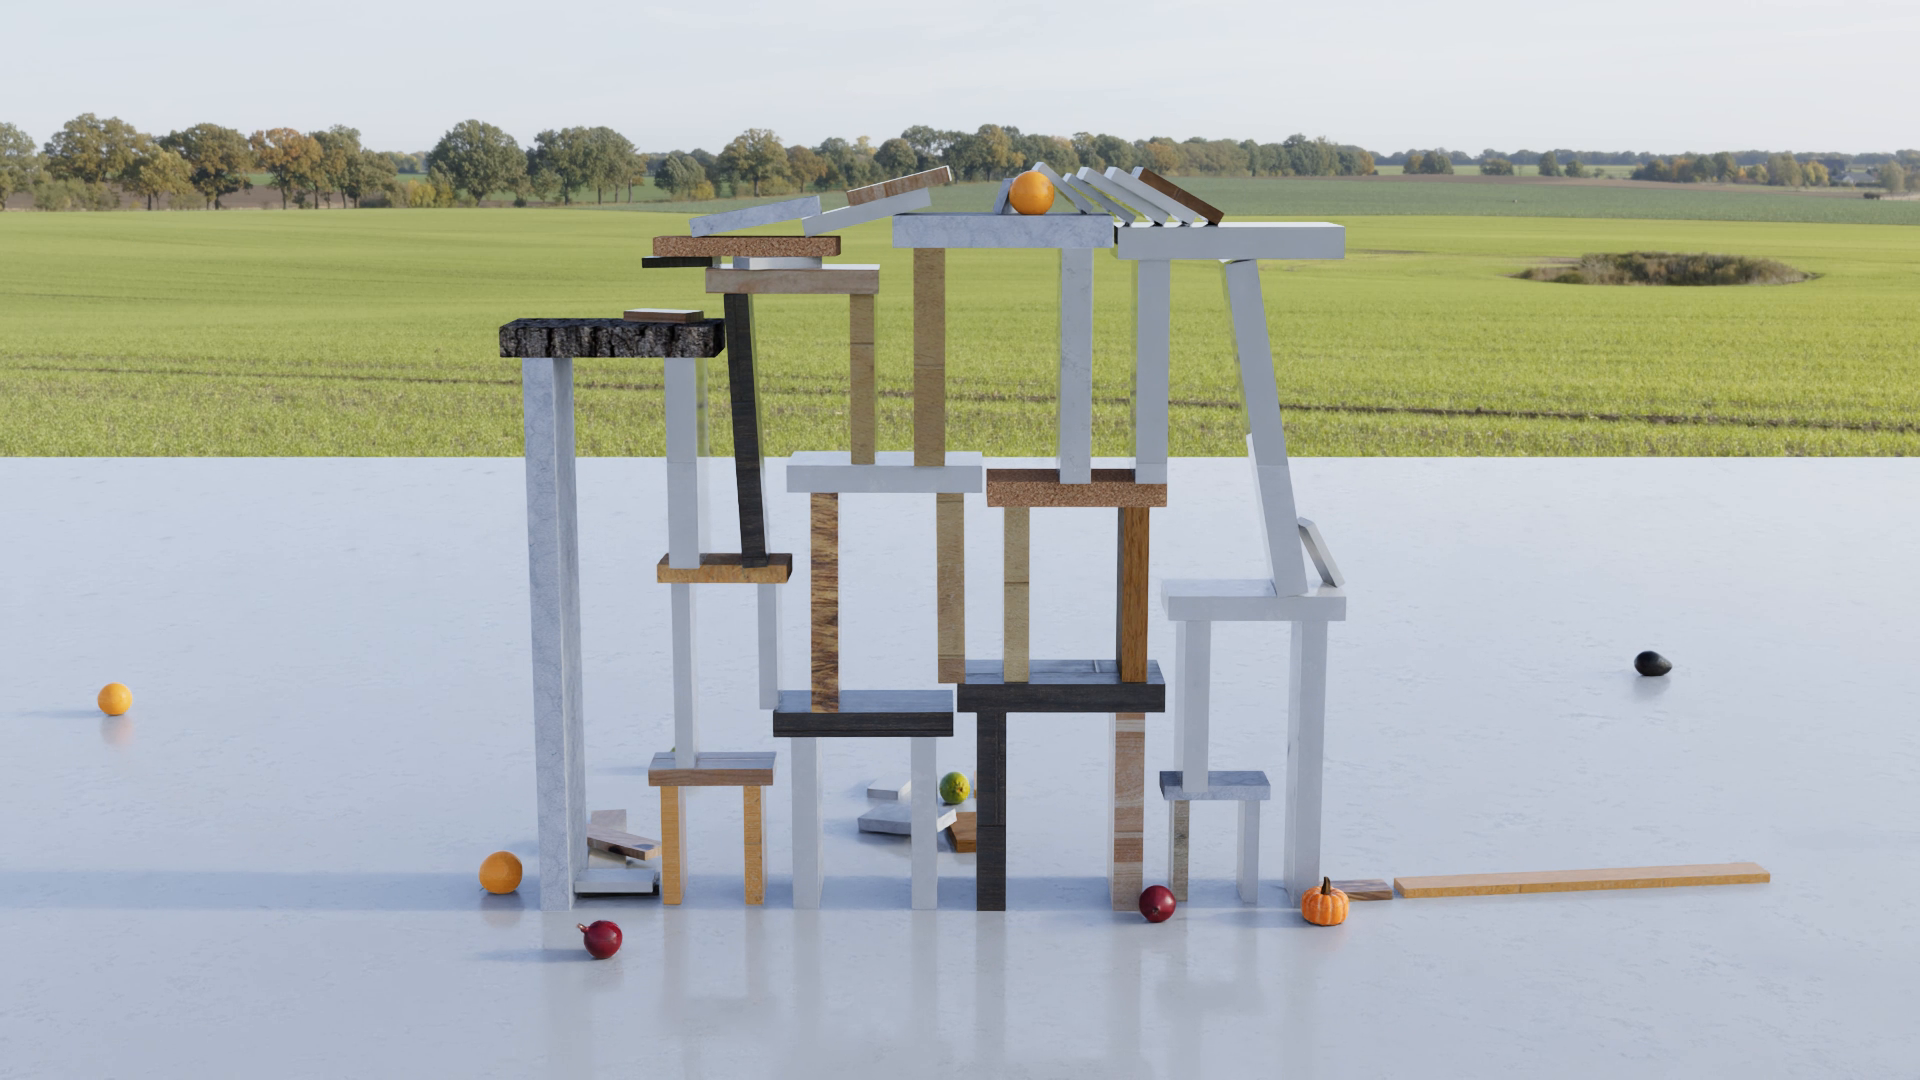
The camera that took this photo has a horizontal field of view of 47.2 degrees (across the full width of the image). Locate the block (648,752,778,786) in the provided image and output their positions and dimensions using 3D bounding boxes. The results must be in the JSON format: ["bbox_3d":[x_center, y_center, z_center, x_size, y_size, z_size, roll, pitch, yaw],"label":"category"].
[{"bbox_3d":[-0.407,0.377,3.627,0.203,0.029,0.101,0,11,-1],"label":"block"}]

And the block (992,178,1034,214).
[{"bbox_3d":[0.085,-0.548,3.502,0.015,0.054,0.107,25,18,15],"label":"block"}]

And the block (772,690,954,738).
[{"bbox_3d":[-0.156,0.284,3.610,0.291,0.041,0.145,0,11,-1],"label":"block"}]

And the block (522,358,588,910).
[{"bbox_3d":[-0.658,0.145,3.587,0.047,0.904,0.167,0,11,1],"label":"block"}]

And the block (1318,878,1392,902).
[{"bbox_3d":[0.654,0.583,3.659,0.117,0.017,0.058,-1,11,-7],"label":"block"}]

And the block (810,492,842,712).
[{"bbox_3d":[-0.217,0.087,3.576,0.044,0.358,0.154,0,11,-1],"label":"block"}]

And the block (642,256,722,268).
[{"bbox_3d":[-0.441,-0.442,3.483,0.114,0.016,0.057,0,11,8],"label":"block"}]

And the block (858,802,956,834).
[{"bbox_3d":[-0.096,0.507,3.987,0.162,0.023,0.081,0,14,35],"label":"block"}]

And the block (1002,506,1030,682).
[{"bbox_3d":[0.090,0.075,3.575,0.040,0.284,0.142,0,10,0],"label":"block"}]

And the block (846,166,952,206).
[{"bbox_3d":[-0.095,-0.557,3.462,0.162,0.023,0.081,-14,10,4],"label":"block"}]

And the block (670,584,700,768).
[{"bbox_3d":[-0.449,0.211,3.600,0.029,0.309,0.104,0,11,-1],"label":"block"}]

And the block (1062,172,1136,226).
[{"bbox_3d":[0.219,-0.537,3.463,0.124,0.015,0.054,32,5,-11],"label":"block"}]

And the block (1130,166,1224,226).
[{"bbox_3d":[0.341,-0.542,3.465,0.148,0.021,0.074,28,6,-10],"label":"block"}]

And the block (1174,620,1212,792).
[{"bbox_3d":[0.380,0.256,3.603,0.040,0.283,0.142,0,10,-1],"label":"block"}]

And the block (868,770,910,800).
[{"bbox_3d":[-0.129,0.474,4.248,0.062,0.018,0.124,3,11,17],"label":"block"}]

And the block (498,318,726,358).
[{"bbox_3d":[-0.549,-0.322,3.501,0.335,0.047,0.167,0,11,0],"label":"block"}]

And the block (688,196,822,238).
[{"bbox_3d":[-0.321,-0.510,3.464,0.203,0.029,0.101,-10,10,0],"label":"block"}]

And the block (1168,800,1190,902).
[{"bbox_3d":[0.363,0.504,3.658,0.025,0.174,0.087,0,10,0],"label":"block"}]

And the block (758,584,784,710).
[{"bbox_3d":[-0.309,0.162,3.586,0.029,0.208,0.104,0,11,0],"label":"block"}]

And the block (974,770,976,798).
[{"bbox_3d":[0.058,0.473,4.253,0.062,0.018,0.124,0,11,1],"label":"block"}]

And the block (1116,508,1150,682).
[{"bbox_3d":[0.280,0.075,3.576,0.040,0.284,0.142,0,11,0],"label":"block"}]

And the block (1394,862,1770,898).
[{"bbox_3d":[1.051,0.574,3.711,0.639,0.017,0.059,-1,11,-7],"label":"block"}]

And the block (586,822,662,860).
[{"bbox_3d":[-0.606,0.528,3.858,0.203,0.016,0.057,7,13,35],"label":"block"}]

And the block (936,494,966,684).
[{"bbox_3d":[-0.014,0.064,3.569,0.044,0.309,0.154,0,11,0],"label":"block"}]

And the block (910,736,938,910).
[{"bbox_3d":[-0.059,0.448,3.640,0.041,0.291,0.145,0,11,0],"label":"block"}]

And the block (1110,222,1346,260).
[{"bbox_3d":[0.418,-0.473,3.473,0.350,0.050,0.175,0,11,0],"label":"block"}]

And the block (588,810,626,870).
[{"bbox_3d":[-0.622,0.540,3.889,0.064,0.018,0.359,-2,11,-8],"label":"block"}]

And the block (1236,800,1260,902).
[{"bbox_3d":[0.479,0.504,3.658,0.025,0.174,0.087,0,11,0],"label":"block"}]

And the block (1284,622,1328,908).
[{"bbox_3d":[0.568,0.353,3.624,0.040,0.482,0.142,0,11,1],"label":"block"}]

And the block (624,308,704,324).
[{"bbox_3d":[-0.475,-0.359,3.526,0.114,0.016,0.057,4,11,23],"label":"block"}]

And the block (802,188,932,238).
[{"bbox_3d":[-0.148,-0.518,3.467,0.203,0.029,0.101,-15,10,0],"label":"block"}]

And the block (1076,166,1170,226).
[{"bbox_3d":[0.255,-0.541,3.456,0.148,0.021,0.074,28,6,-11],"label":"block"}]

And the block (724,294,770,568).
[{"bbox_3d":[-0.339,-0.181,3.513,0.038,0.433,0.134,-3,11,-2],"label":"block"}]

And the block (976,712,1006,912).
[{"bbox_3d":[0.051,0.426,3.639,0.047,0.334,0.167,0,11,0],"label":"block"}]

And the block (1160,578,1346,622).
[{"bbox_3d":[0.475,0.097,3.576,0.283,0.040,0.142,0,11,0],"label":"block"}]

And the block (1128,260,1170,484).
[{"bbox_3d":[0.302,-0.277,3.510,0.050,0.350,0.175,0,11,1],"label":"block"}]

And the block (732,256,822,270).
[{"bbox_3d":[-0.285,-0.434,3.436,0.124,0.018,0.062,-6,12,-30],"label":"block"}]

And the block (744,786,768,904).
[{"bbox_3d":[-0.339,0.491,3.648,0.029,0.203,0.101,0,11,0],"label":"block"}]

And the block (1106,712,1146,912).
[{"bbox_3d":[0.274,0.426,3.639,0.047,0.334,0.167,0,11,0],"label":"block"}]

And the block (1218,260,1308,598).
[{"bbox_3d":[0.486,-0.187,3.529,0.050,0.534,0.175,-10,10,5],"label":"block"}]

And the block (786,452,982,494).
[{"bbox_3d":[-0.119,-0.110,3.538,0.309,0.044,0.154,0,11,0],"label":"block"}]

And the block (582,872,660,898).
[{"bbox_3d":[-0.568,0.578,3.685,0.128,0.018,0.064,-1,11,-6],"label":"block"}]

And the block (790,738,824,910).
[{"bbox_3d":[-0.252,0.448,3.640,0.041,0.291,0.145,0,11,0],"label":"block"}]

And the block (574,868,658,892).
[{"bbox_3d":[-0.571,0.566,3.652,0.128,0.018,0.064,0,11,0],"label":"block"}]

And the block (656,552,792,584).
[{"bbox_3d":[-0.380,0.045,3.566,0.208,0.029,0.104,0,11,1],"label":"block"}]

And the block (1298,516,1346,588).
[{"bbox_3d":[0.584,0.020,3.579,0.017,0.117,0.059,-31,16,-7],"label":"block"}]

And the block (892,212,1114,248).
[{"bbox_3d":[0.066,-0.489,3.466,0.340,0.048,0.170,0,11,0],"label":"block"}]

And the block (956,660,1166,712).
[{"bbox_3d":[0.162,0.238,3.604,0.334,0.047,0.167,0,11,0],"label":"block"}]

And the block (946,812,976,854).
[{"bbox_3d":[0.023,0.525,3.957,0.081,0.023,0.162,-2,11,-8],"label":"block"}]

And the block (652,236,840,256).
[{"bbox_3d":[-0.334,-0.464,3.469,0.285,0.029,0.101,0,10,2],"label":"block"}]

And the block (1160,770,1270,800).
[{"bbox_3d":[0.421,0.406,3.640,0.174,0.025,0.087,0,10,0],"label":"block"}]

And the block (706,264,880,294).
[{"bbox_3d":[-0.261,-0.413,3.472,0.268,0.038,0.134,0,11,-1],"label":"block"}]

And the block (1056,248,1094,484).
[{"bbox_3d":[0.181,-0.285,3.505,0.048,0.368,0.170,0,11,0],"label":"block"}]

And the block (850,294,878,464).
[{"bbox_3d":[-0.153,-0.264,3.514,0.038,0.268,0.134,0,11,0],"label":"block"}]

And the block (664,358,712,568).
[{"bbox_3d":[-0.437,-0.134,3.536,0.047,0.335,0.167,0,11,0],"label":"block"}]

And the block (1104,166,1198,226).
[{"bbox_3d":[0.298,-0.540,3.453,0.148,0.021,0.074,28,6,-10],"label":"block"}]

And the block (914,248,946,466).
[{"bbox_3d":[-0.048,-0.298,3.502,0.048,0.340,0.170,0,11,0],"label":"block"}]

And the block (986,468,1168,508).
[{"bbox_3d":[0.185,-0.085,3.546,0.284,0.040,0.142,0,11,0],"label":"block"}]

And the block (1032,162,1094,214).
[{"bbox_3d":[0.162,-0.554,3.463,0.107,0.015,0.054,39,3,-13],"label":"block"}]

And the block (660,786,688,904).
[{"bbox_3d":[-0.474,0.491,3.648,0.029,0.203,0.101,0,11,0],"label":"block"}]
